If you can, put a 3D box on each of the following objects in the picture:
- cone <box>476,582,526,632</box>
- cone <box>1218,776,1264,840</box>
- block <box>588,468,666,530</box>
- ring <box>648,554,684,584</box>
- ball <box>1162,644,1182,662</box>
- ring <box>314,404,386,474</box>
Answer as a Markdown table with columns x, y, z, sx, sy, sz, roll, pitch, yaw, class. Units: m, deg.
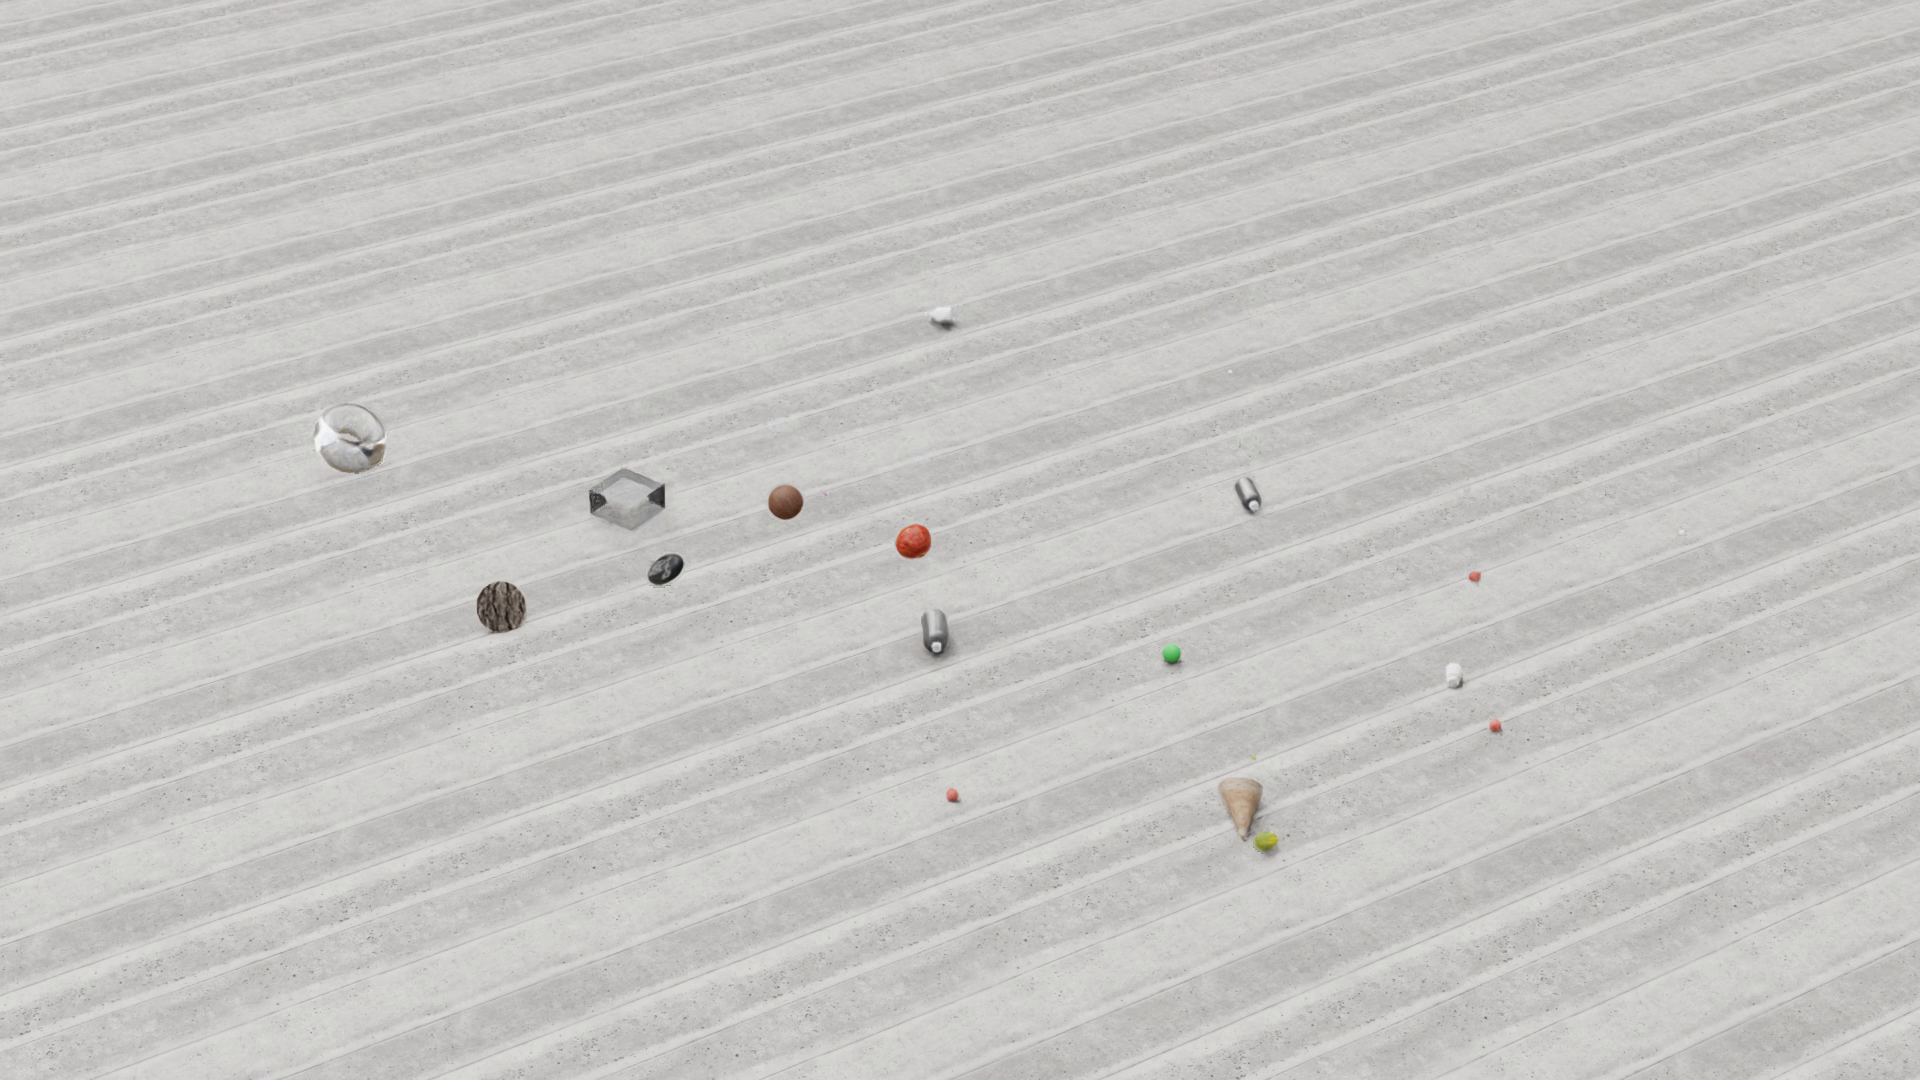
| x | y | z | sx | sy | sz | roll | pitch | yaw | class |
| --- | --- | --- | --- | --- | --- | --- | --- | --- | --- |
| -1.651 | 0.249 | 10.505 | 0.178 | 0.185 | 0.097 | 4 | -13 | -16 | cone |
| 0.917 | 0.893 | 9.527 | 0.161 | 0.130 | 0.201 | 28 | 46 | -31 | cone |
| -1.257 | -0.155 | 11.082 | 0.204 | 0.107 | 0.195 | 22 | 39 | 29 | block |
| -0.978 | 0.097 | 9.740 | 0.184 | 0.050 | 0.110 | -18 | 42 | 50 | ring |
| 0.743 | 0.396 | 10.284 | 0.065 | 0.065 | 0.065 | 0 | 33 | 0 | ball |
| -2.364 | -0.394 | 11.371 | 0.282 | 0.128 | 0.355 | 10 | 38 | -19 | ring |
